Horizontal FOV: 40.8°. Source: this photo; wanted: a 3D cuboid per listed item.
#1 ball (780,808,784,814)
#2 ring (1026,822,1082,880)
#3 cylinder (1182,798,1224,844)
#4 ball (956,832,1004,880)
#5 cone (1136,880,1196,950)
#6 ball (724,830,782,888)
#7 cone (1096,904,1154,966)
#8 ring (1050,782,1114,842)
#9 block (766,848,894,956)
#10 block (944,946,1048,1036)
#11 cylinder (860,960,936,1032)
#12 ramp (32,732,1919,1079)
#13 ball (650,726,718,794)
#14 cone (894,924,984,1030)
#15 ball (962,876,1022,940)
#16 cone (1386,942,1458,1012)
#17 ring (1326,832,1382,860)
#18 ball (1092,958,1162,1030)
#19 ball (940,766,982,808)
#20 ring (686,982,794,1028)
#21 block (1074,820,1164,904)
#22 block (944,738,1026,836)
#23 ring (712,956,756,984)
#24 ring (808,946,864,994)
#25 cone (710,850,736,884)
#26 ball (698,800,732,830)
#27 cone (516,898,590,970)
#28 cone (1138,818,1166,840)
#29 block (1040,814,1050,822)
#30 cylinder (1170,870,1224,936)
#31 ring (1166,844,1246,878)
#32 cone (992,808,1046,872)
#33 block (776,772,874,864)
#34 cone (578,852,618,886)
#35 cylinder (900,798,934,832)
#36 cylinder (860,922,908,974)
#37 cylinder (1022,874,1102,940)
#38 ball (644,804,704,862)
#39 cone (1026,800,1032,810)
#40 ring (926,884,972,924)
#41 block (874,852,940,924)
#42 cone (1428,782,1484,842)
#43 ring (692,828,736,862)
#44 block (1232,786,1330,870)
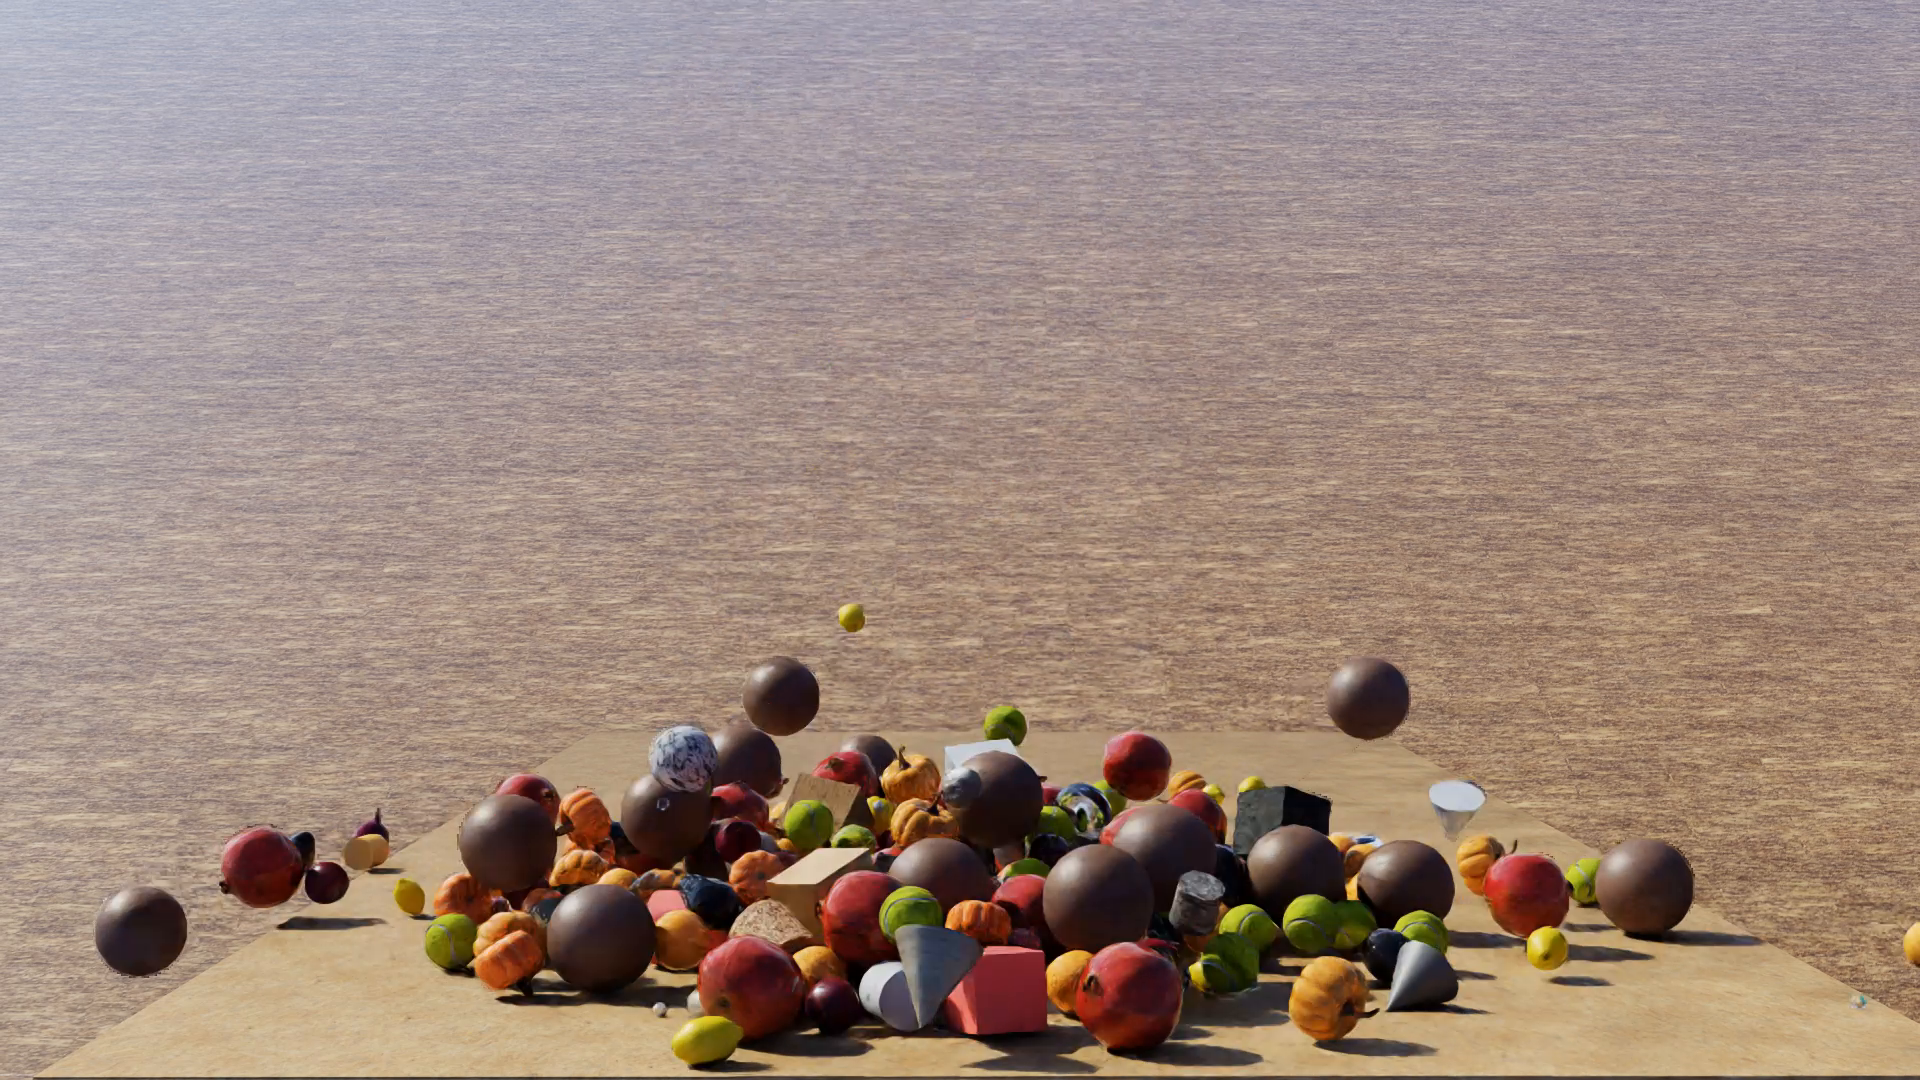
[{"bbox_3d":[-0.256,0.441,4.107,0.060,0.060,0.060,0,28,0],"label":"ball"},{"bbox_3d":[0.140,0.463,3.623,0.049,0.148,0.148,-28,23,16],"label":"ring"},{"bbox_3d":[0.399,0.464,4.239,0.055,0.055,0.055,11,33,-7],"label":"cylinder"},{"bbox_3d":[0.033,0.486,3.971,0.077,0.077,0.077,0,28,0],"label":"ball"},{"bbox_3d":[0.256,0.463,3.343,0.098,0.098,0.098,-29,39,26],"label":"cone"},{"bbox_3d":[-0.283,0.436,3.533,0.078,0.078,0.078,0,28,0],"label":"ball"},{"bbox_3d":[0.194,0.515,3.265,0.078,0.078,0.078,12,32,21],"label":"cone"},{"bbox_3d":[0.198,0.458,4.210,0.042,0.126,0.126,3,19,-44],"label":"ring"},{"bbox_3d":[-0.156,0.431,3.091,0.092,0.092,0.092,-6,18,47],"label":"block"},{"bbox_3d":[0.038,0.492,2.827,0.085,0.085,0.085,1,-4,-25],"label":"block"},{"bbox_3d":[-0.068,0.503,2.853,0.069,0.069,0.069,-11,4,-20],"label":"cylinder"},{"bbox_3d":[0.063,0.566,4.606,2.000,0.100,4.000,0,1,0],"label":"ramp"},{"bbox_3d":[-0.357,0.284,3.336,0.088,0.088,0.088,0,28,0],"label":"ball"},{"bbox_3d":[-0.031,0.464,2.687,0.097,0.097,0.097,6,60,12],"label":"cone"},{"bbox_3d":[0.044,0.490,3.439,0.082,0.082,0.082,0,28,0],"label":"ball"},{"bbox_3d":[0.512,0.518,2.959,0.083,0.083,0.083,24,44,37],"label":"cone"},{"bbox_3d":[0.637,0.502,4.240,0.112,0.037,0.112,0,1,0],"label":"ring"},{"bbox_3d":[0.183,0.499,2.842,0.078,0.078,0.078,0,28,0],"label":"ball"},{"bbox_3d":[0.002,0.320,3.338,0.054,0.054,0.054,0,28,0],"label":"ball"},{"bbox_3d":[-0.245,0.518,2.880,0.120,0.040,0.120,0,-3,0],"label":"ring"},{"bbox_3d":[0.217,0.436,3.510,0.087,0.087,0.087,-12,2,-14],"label":"block"},{"bbox_3d":[0.038,0.367,3.843,0.099,0.099,0.099,-6,21,-11],"label":"block"},{"bbox_3d":[-0.240,0.514,3.056,0.108,0.036,0.108,5,-3,0],"label":"ring"},{"bbox_3d":[-0.130,0.514,3.093,0.131,0.044,0.131,-1,0,0],"label":"ring"},{"bbox_3d":[-0.351,0.485,3.850,0.051,0.051,0.051,-8,0,-14],"label":"cone"},{"bbox_3d":[-0.430,0.486,4.517,0.063,0.063,0.063,0,28,0],"label":"ball"},{"bbox_3d":[-0.496,0.512,3.263,0.093,0.093,0.093,-17,55,26],"label":"cone"},{"bbox_3d":[0.304,0.490,4.214,0.053,0.053,0.053,11,18,-3],"label":"cone"},{"bbox_3d":[0.084,0.479,4.126,0.082,0.082,0.082,1,-2,44],"label":"block"},{"bbox_3d":[0.275,0.423,3.006,0.054,0.054,0.054,9,29,-5],"label":"cylinder"},{"bbox_3d":[0.385,0.502,4.046,0.126,0.042,0.126,-2,1,0],"label":"ring"},{"bbox_3d":[0.080,0.427,3.677,0.092,0.092,0.092,7,-6,13],"label":"cone"},{"bbox_3d":[-0.194,0.410,3.721,0.096,0.096,0.096,11,56,22],"label":"block"},{"bbox_3d":[-0.543,0.513,3.936,0.054,0.054,0.054,30,36,13],"label":"cone"},{"bbox_3d":[-0.073,0.468,4.400,0.057,0.057,0.057,1,-3,0],"label":"cylinder"},{"bbox_3d":[-0.058,0.494,3.011,0.085,0.085,0.085,-17,9,-29],"label":"cylinder"},{"bbox_3d":[0.135,0.485,3.414,0.080,0.080,0.080,-10,22,26],"label":"cylinder"},{"bbox_3d":[-0.430,0.441,3.889,0.088,0.088,0.088,0,28,0],"label":"ball"},{"bbox_3d":[0.114,0.482,4.477,0.072,0.072,0.072,0,1,0],"label":"cone"},{"bbox_3d":[-0.007,0.504,3.576,0.112,0.037,0.112,-11,2,0],"label":"ring"},{"bbox_3d":[-0.077,0.446,3.229,0.079,0.079,0.079,15,69,-1],"label":"block"},{"bbox_3d":[0.690,0.390,3.608,0.078,0.078,0.078,0,27,0],"label":"cone"},{"bbox_3d":[-0.402,0.490,4.149,0.101,0.101,0.034,0,62,1],"label":"ring"},{"bbox_3d":[0.475,0.426,3.811,0.097,0.097,0.097,21,-23,-34],"label":"block"}]
